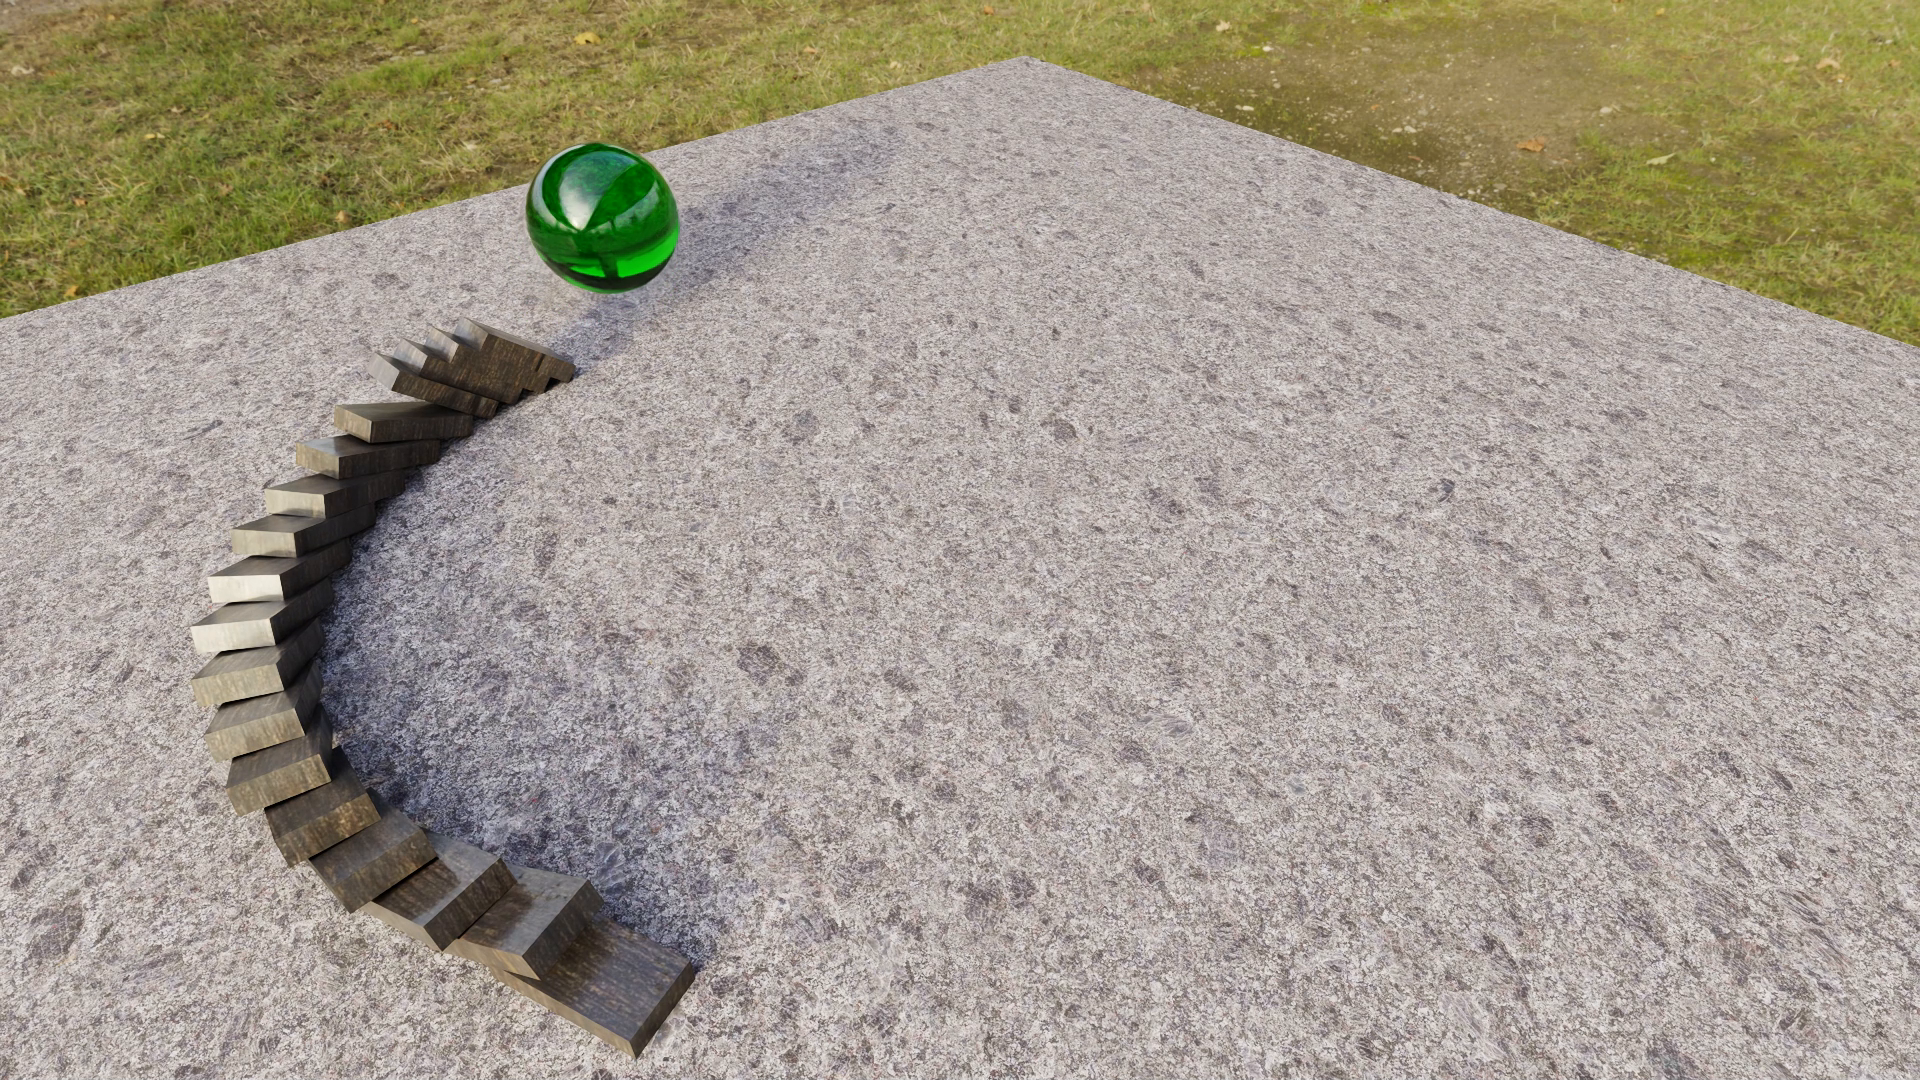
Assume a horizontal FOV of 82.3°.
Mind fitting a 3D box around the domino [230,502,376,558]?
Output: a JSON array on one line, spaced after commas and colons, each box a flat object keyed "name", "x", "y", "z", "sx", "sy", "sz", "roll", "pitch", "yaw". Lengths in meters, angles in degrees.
[{"name": "domino", "x": -0.258, "y": -0.005, "z": 0.435, "sx": 0.025, "sy": 0.010, "sz": 0.050, "roll": 3, "pitch": 16, "yaw": 4}]

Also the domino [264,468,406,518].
[{"name": "domino", "x": -0.256, "y": -0.021, "z": 0.453, "sx": 0.025, "sy": 0.010, "sz": 0.050, "roll": 6, "pitch": 16, "yaw": 7}]

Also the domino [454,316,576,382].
[{"name": "domino", "x": -0.214, "y": -0.092, "z": 0.531, "sx": 0.025, "sy": 0.009, "sz": 0.050, "roll": 31, "pitch": 7, "yaw": 32}]

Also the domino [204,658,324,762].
[{"name": "domino", "x": -0.227, "y": 0.055, "z": 0.361, "sx": 0.025, "sy": 0.010, "sz": 0.050, "roll": -17, "pitch": 19, "yaw": -20}]

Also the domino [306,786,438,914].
[{"name": "domino", "x": -0.174, "y": 0.089, "z": 0.320, "sx": 0.050, "sy": 0.010, "sz": 0.025, "roll": 6, "pitch": 33, "yaw": 47}]

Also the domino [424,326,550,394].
[{"name": "domino", "x": -0.224, "y": -0.085, "z": 0.523, "sx": 0.025, "sy": 0.009, "sz": 0.050, "roll": 31, "pitch": 7, "yaw": 32}]

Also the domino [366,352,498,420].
[{"name": "domino", "x": -0.242, "y": -0.070, "z": 0.505, "sx": 0.025, "sy": 0.009, "sz": 0.050, "roll": 31, "pitch": 7, "yaw": 32}]

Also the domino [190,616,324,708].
[{"name": "domino", "x": -0.240, "y": 0.041, "z": 0.378, "sx": 0.025, "sy": 0.010, "sz": 0.050, "roll": -11, "pitch": 17, "yaw": -13}]

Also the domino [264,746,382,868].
[{"name": "domino", "x": -0.194, "y": 0.079, "z": 0.332, "sx": 0.025, "sy": 0.009, "sz": 0.050, "roll": -29, "pitch": 24, "yaw": -30}]

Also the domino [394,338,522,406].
[{"name": "domino", "x": -0.234, "y": -0.079, "z": 0.515, "sx": 0.025, "sy": 0.009, "sz": 0.050, "roll": 31, "pitch": 7, "yaw": 32}]

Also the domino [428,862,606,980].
[{"name": "domino", "x": -0.125, "y": 0.103, "z": 0.303, "sx": 0.050, "sy": 0.009, "sz": 0.025, "roll": -3, "pitch": 33, "yaw": 33}]

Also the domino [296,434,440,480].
[{"name": "domino", "x": -0.255, "y": -0.038, "z": 0.475, "sx": 0.025, "sy": 0.009, "sz": 0.050, "roll": 17, "pitch": 19, "yaw": 20}]

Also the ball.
[{"name": "ball", "x": -0.195, "y": -0.176, "z": 0.602, "sx": 0.080, "sy": 0.080, "sz": 0.080, "roll": 0, "pitch": 39, "yaw": 0}]

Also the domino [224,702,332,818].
[{"name": "domino", "x": -0.213, "y": 0.068, "z": 0.345, "sx": 0.025, "sy": 0.010, "sz": 0.050, "roll": -21, "pitch": 20, "yaw": -24}]

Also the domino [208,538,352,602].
[{"name": "domino", "x": -0.255, "y": 0.011, "z": 0.415, "sx": 0.025, "sy": 0.010, "sz": 0.050, "roll": -2, "pitch": 16, "yaw": -2}]

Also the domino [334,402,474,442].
[{"name": "domino", "x": -0.248, "y": -0.053, "z": 0.492, "sx": 0.025, "sy": 0.009, "sz": 0.050, "roll": 21, "pitch": 18, "yaw": 24}]

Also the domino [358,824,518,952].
[{"name": "domino", "x": -0.151, "y": 0.097, "z": 0.311, "sx": 0.050, "sy": 0.009, "sz": 0.025, "roll": 2, "pitch": 34, "yaw": 38}]

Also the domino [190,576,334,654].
[{"name": "domino", "x": -0.250, "y": 0.026, "z": 0.396, "sx": 0.025, "sy": 0.009, "sz": 0.050, "roll": -6, "pitch": 16, "yaw": -7}]

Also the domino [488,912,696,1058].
[{"name": "domino", "x": -0.101, "y": 0.117, "z": 0.300, "sx": 0.050, "sy": 0.009, "sz": 0.025, "roll": 18, "pitch": 43, "yaw": 20}]
